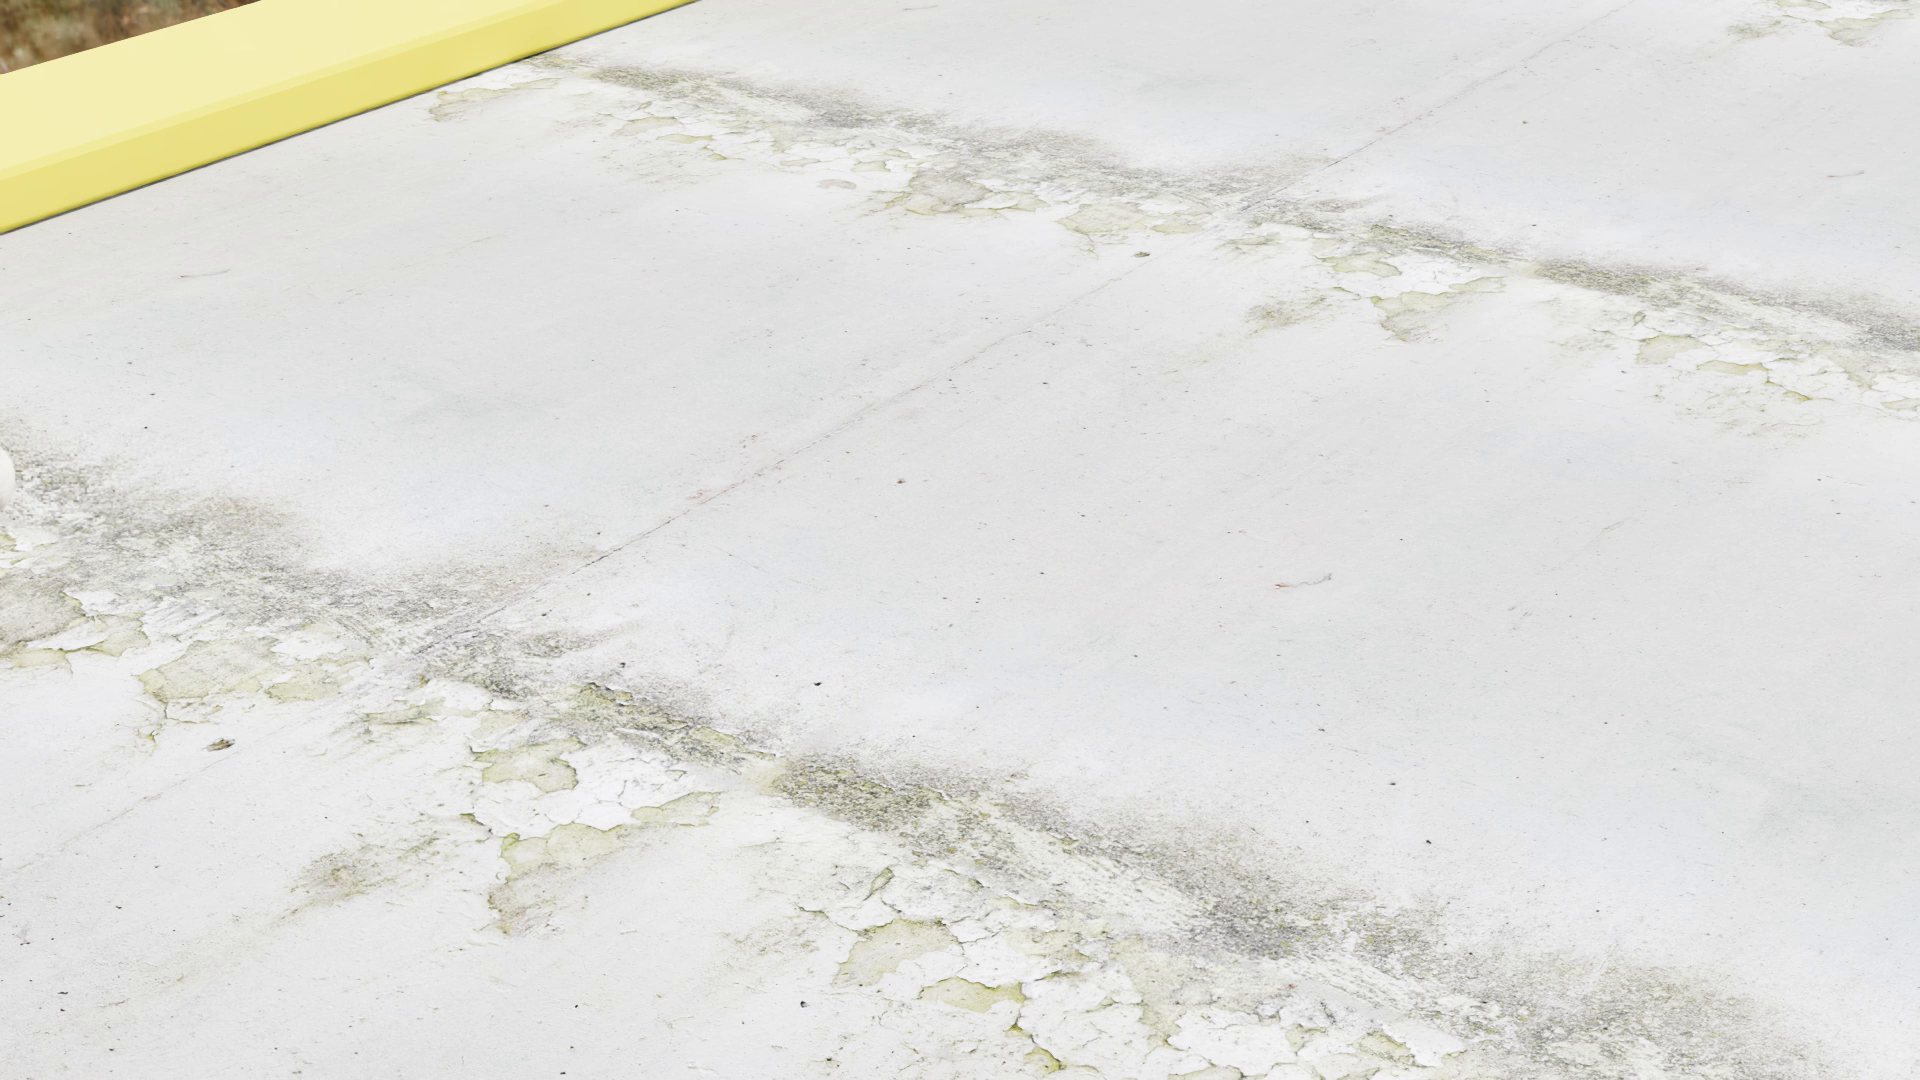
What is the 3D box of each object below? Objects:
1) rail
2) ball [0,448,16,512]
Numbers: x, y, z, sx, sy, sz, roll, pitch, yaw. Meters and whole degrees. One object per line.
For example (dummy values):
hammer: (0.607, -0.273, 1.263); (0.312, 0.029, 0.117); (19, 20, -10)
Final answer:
rail: (-0.328, -0.591, 3.018); (0.045, 0.128, 3.642); (16, 30, 31)
ball: (-0.648, -0.040, 1.926); (0.056, 0.056, 0.056); (0, 25, 0)
